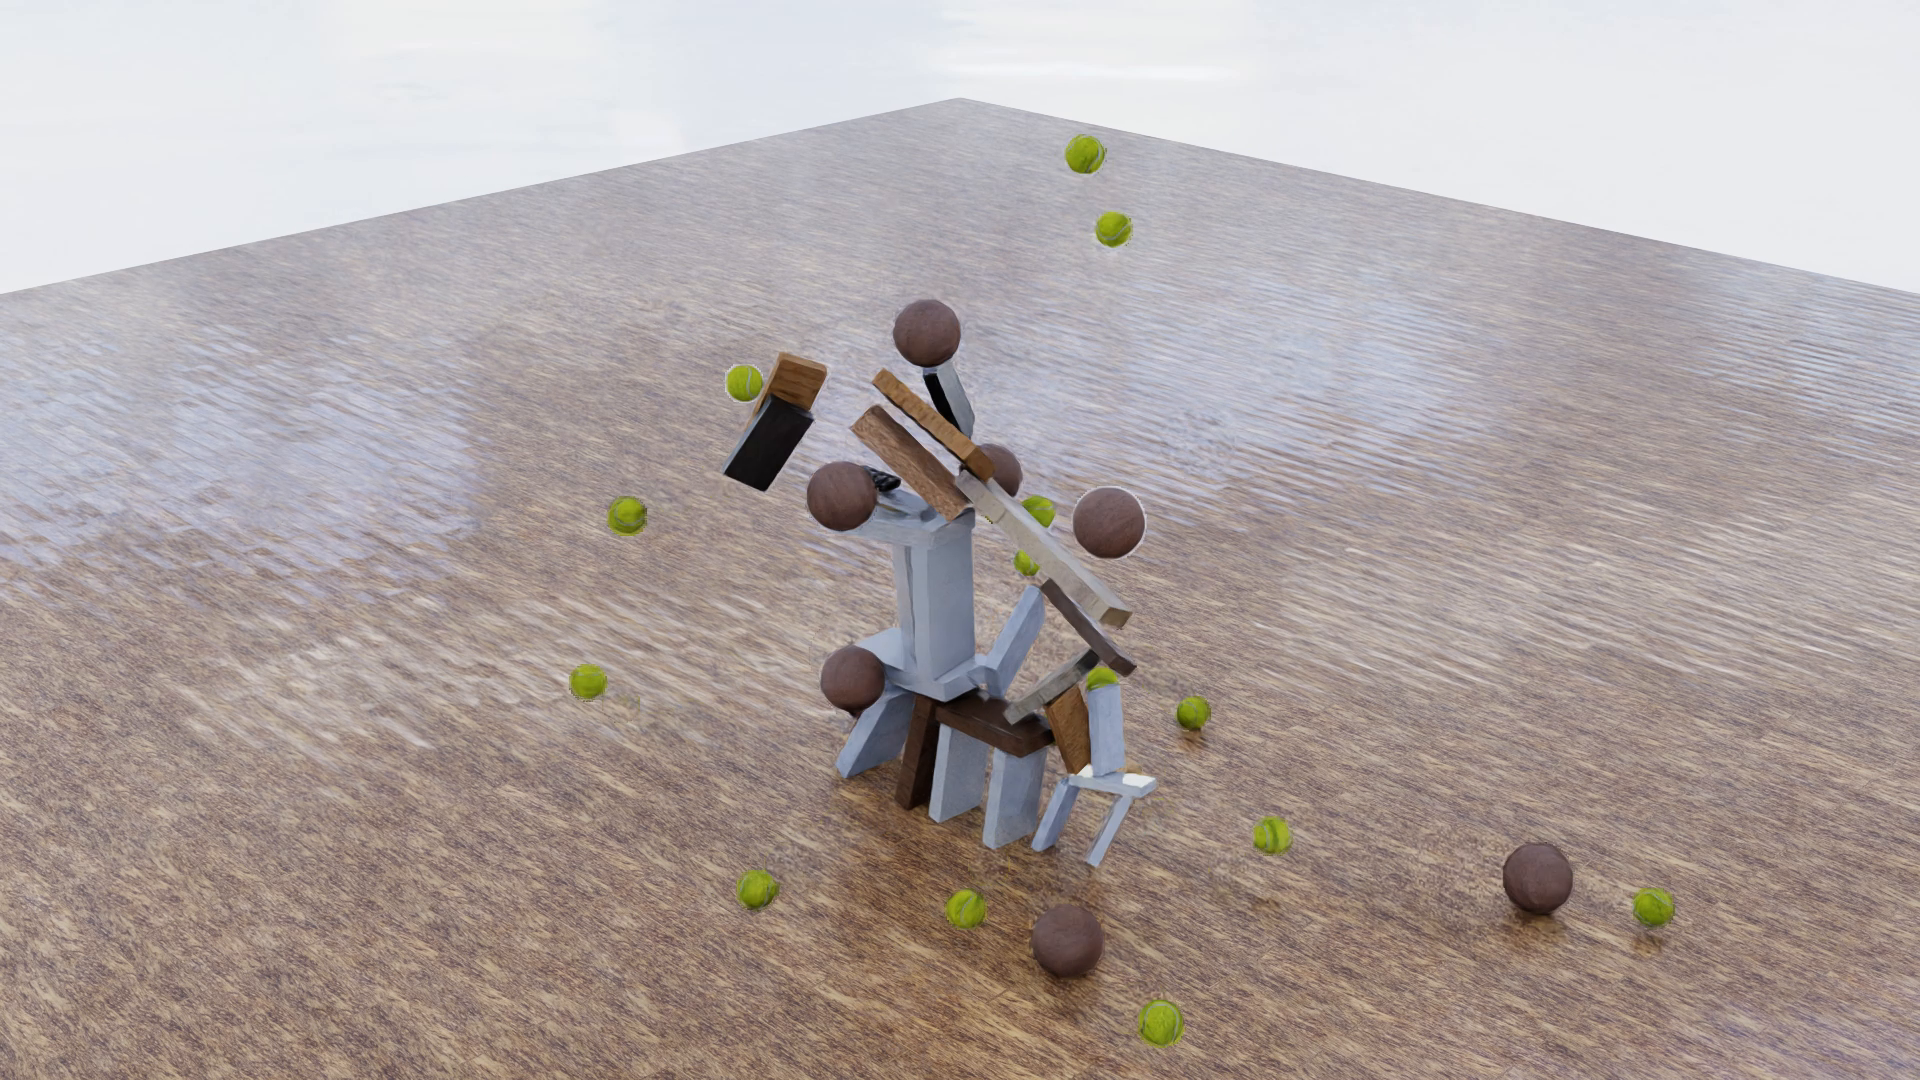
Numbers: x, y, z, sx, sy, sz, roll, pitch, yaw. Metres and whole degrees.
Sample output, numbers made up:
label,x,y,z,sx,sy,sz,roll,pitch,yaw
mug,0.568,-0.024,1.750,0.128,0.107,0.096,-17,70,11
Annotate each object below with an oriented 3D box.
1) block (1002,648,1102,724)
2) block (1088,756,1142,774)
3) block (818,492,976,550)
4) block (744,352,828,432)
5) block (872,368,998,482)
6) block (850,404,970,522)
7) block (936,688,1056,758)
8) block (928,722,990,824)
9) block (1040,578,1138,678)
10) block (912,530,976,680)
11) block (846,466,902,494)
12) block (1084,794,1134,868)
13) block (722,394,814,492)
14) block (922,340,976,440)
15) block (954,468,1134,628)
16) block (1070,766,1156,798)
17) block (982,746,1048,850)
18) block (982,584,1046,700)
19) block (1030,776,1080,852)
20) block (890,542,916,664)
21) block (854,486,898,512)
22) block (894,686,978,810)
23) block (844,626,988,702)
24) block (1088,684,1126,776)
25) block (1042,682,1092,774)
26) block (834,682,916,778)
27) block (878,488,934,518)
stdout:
label,x,y,z,sx,sy,sz,roll,pitch,yaw
block,0.180,0.274,4.202,0.209,0.030,0.104,-37,1,38
block,0.299,0.464,4.638,0.081,0.023,0.162,-15,27,-32
block,-0.124,-0.041,4.276,0.277,0.039,0.139,11,25,34
block,-0.362,-0.288,4.573,0.101,0.202,0.029,16,31,-21
block,-0.048,-0.218,4.171,0.259,0.037,0.130,41,-1,26
block,-0.089,-0.148,4.179,0.259,0.037,0.130,43,17,-2
block,0.073,0.355,4.292,0.229,0.032,0.114,21,30,40
block,0.002,0.449,4.407,0.114,0.229,0.032,-19,39,-38
block,0.241,0.165,4.129,0.209,0.030,0.104,49,7,27
block,-0.031,0.120,4.283,0.039,0.277,0.139,15,28,35
block,-0.167,-0.119,4.274,0.100,0.014,0.050,20,34,37
block,0.286,0.556,4.245,0.021,0.150,0.075,28,-1,-2
block,-0.401,-0.201,4.591,0.101,0.202,0.029,24,27,-25
block,-0.022,-0.284,4.361,0.029,0.202,0.101,-9,41,18
block,0.157,0.014,4.154,0.400,0.037,0.130,44,12,22
block,0.295,0.466,4.246,0.150,0.021,0.075,7,11,26
block,0.108,0.490,4.311,0.114,0.229,0.032,-19,38,-38
block,0.109,0.202,4.361,0.030,0.104,0.209,18,57,20
block,0.190,0.533,4.295,0.021,0.150,0.075,30,20,22
block,-0.095,0.097,4.354,0.039,0.277,0.139,-10,22,-11
block,-0.150,-0.084,4.293,0.100,0.014,0.050,22,32,31
block,-0.047,0.403,4.442,0.040,0.283,0.142,36,40,30
block,-0.082,0.247,4.408,0.283,0.040,0.142,16,29,42
block,0.284,0.367,4.263,0.023,0.162,0.081,2,9,38
block,0.216,0.361,4.231,0.023,0.162,0.081,6,36,46
block,-0.149,0.375,4.542,0.142,0.283,0.040,-19,61,-38
block,-0.104,-0.072,4.248,0.100,0.014,0.050,22,32,27
